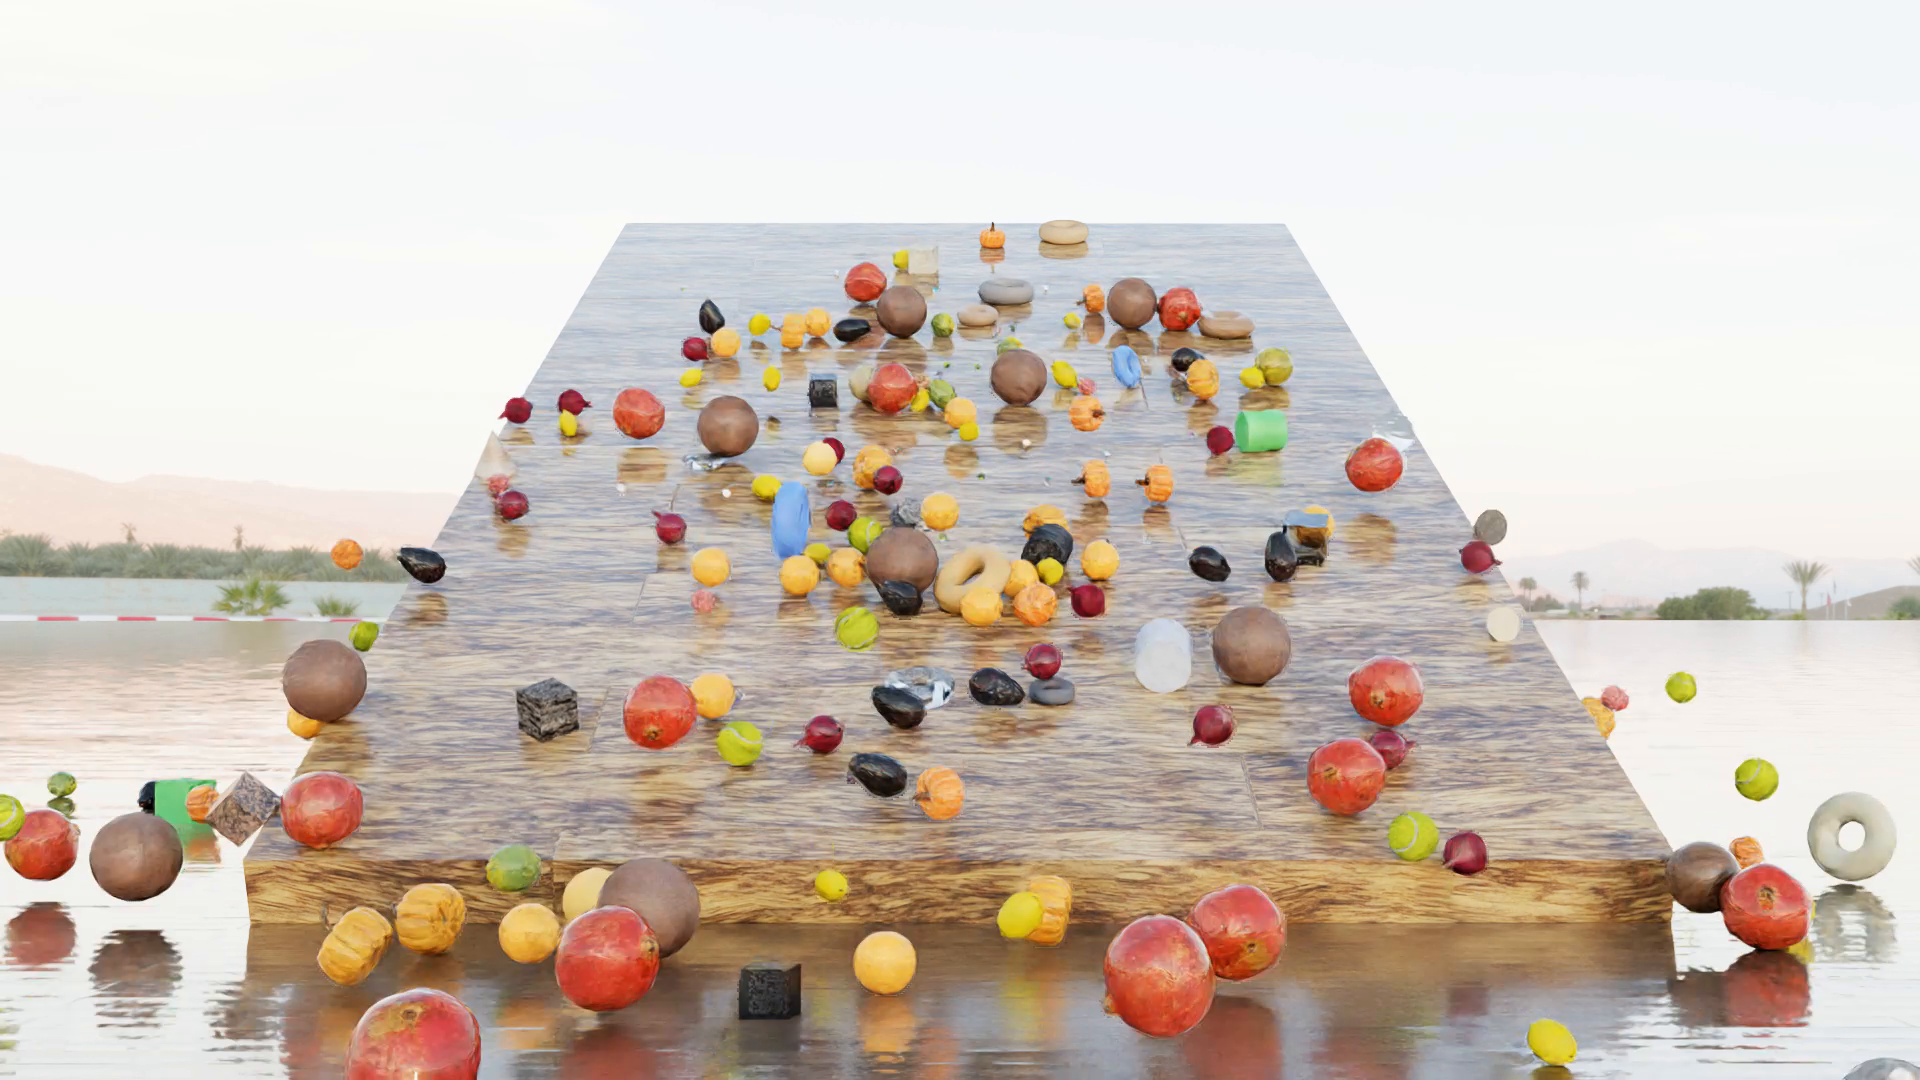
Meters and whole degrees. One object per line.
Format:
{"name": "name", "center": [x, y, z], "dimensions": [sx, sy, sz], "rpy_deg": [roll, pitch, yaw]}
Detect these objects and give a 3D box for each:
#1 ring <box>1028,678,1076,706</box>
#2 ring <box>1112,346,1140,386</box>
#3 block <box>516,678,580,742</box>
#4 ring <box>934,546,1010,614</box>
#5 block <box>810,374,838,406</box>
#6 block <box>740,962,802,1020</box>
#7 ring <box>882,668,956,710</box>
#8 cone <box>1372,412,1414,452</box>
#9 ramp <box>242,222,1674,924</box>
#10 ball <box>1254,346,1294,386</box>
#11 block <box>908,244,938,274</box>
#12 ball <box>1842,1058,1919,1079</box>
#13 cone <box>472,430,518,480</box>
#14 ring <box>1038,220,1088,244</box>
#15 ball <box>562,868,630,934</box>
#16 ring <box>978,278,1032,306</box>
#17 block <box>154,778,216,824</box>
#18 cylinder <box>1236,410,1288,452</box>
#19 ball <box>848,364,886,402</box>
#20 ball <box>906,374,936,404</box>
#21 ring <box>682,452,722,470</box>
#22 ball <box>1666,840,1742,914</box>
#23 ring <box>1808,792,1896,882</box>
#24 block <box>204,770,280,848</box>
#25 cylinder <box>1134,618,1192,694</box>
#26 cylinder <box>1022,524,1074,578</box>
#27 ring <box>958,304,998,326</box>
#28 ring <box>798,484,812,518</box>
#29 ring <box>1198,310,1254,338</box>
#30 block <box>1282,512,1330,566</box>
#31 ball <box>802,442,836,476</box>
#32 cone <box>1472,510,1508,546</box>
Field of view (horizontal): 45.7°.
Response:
{"name": "ring", "center": [0.148, 0.244, 3.668], "dimensions": [0.077, 0.026, 0.077], "rpy_deg": [1, 21, 0]}
{"name": "ring", "center": [0.387, -0.404, 5.289], "dimensions": [0.032, 0.097, 0.097], "rpy_deg": [-14, -9, 32]}
{"name": "block", "center": [-0.643, 0.265, 3.547], "dimensions": [0.068, 0.068, 0.068], "rpy_deg": [-18, 27, -39]}
{"name": "ring", "center": [0.021, 0.070, 4.027], "dimensions": [0.150, 0.150, 0.050], "rpy_deg": [-1, -45, 38]}
{"name": "block", "center": [-0.309, -0.340, 5.170], "dimensions": [0.060, 0.060, 0.060], "rpy_deg": [0, 21, 0]}
{"name": "block", "center": [-0.205, 0.489, 2.468], "dimensions": [0.053, 0.053, 0.053], "rpy_deg": [0, -2, 13]}
{"name": "ring", "center": [-0.067, 0.238, 3.664], "dimensions": [0.118, 0.039, 0.118], "rpy_deg": [0, 20, 0]}
{"name": "cone", "center": [0.925, -0.225, 4.898], "dimensions": [0.088, 0.088, 0.088], "rpy_deg": [0, -6, 2]}
{"name": "ramp", "center": [-0.005, -0.212, 5.057], "dimensions": [2.000, 0.100, 4.000], "rpy_deg": [0, 21, 0]}
{"name": "ball", "center": [0.730, -0.405, 5.304], "dimensions": [0.091, 0.091, 0.091], "rpy_deg": [0, -2, 0]}
{"name": "block", "center": [-0.101, -0.783, 6.335], "dimensions": [0.068, 0.068, 0.068], "rpy_deg": [6, 21, 14]}
{"name": "ball", "center": [0.736, 0.452, 1.801], "dimensions": [0.083, 0.083, 0.083], "rpy_deg": [0, -2, 0]}
{"name": "cone", "center": [-0.964, -0.186, 4.708], "dimensions": [0.094, 0.094, 0.094], "rpy_deg": [0, 21, 0]}
{"name": "ring", "center": [0.305, -0.906, 6.692], "dimensions": [0.149, 0.050, 0.149], "rpy_deg": [-1, 22, 0]}
{"name": "ball", "center": [-0.478, 0.475, 2.989], "dimensions": [0.087, 0.087, 0.087], "rpy_deg": [0, -2, 0]}
{"name": "ring", "center": [0.120, -0.659, 6.036], "dimensions": [0.146, 0.049, 0.146], "rpy_deg": [1, 20, 0]}
{"name": "block", "center": [-1.621, 0.546, 4.766], "dimensions": [0.087, 0.087, 0.087], "rpy_deg": [-1, -2, 16]}
{"name": "cylinder", "center": [0.641, -0.233, 4.848], "dimensions": [0.086, 0.086, 0.086], "rpy_deg": [-5, -1, -12]}
{"name": "ball", "center": [-0.211, -0.356, 5.178], "dimensions": [0.084, 0.084, 0.084], "rpy_deg": [0, -2, 0]}
{"name": "ball", "center": [-0.089, -0.344, 5.169], "dimensions": [0.067, 0.067, 0.067], "rpy_deg": [0, -2, 0]}
{"name": "ring", "center": [-0.536, -0.164, 4.736], "dimensions": [0.083, 0.028, 0.083], "rpy_deg": [3, 10, 0]}
{"name": "ball", "center": [0.992, 0.450, 3.038], "dimensions": [0.097, 0.097, 0.097], "rpy_deg": [0, -2, 0]}
{"name": "ring", "center": [1.448, 0.481, 3.695], "dimensions": [0.049, 0.146, 0.146], "rpy_deg": [18, -14, -41]}
{"name": "block", "center": [-1.039, 0.389, 3.294], "dimensions": [0.065, 0.065, 0.065], "rpy_deg": [-41, 17, 23]}
{"name": "cylinder", "center": [0.332, 0.189, 3.720], "dimensions": [0.093, 0.093, 0.093], "rpy_deg": [0, 20, 6]}
{"name": "cylinder", "center": [0.161, 0.020, 4.186], "dimensions": [0.080, 0.080, 0.080], "rpy_deg": [-1, 20, 16]}
{"name": "ring", "center": [0.045, -0.575, 5.829], "dimensions": [0.106, 0.035, 0.106], "rpy_deg": [-2, 24, 1]}
{"name": "ring", "center": [-0.301, -0.061, 4.348], "dimensions": [0.031, 0.093, 0.093], "rpy_deg": [-7, -2, -2]}
{"name": "ring", "center": [0.670, -0.544, 5.732], "dimensions": [0.144, 0.048, 0.144], "rpy_deg": [-1, 20, 0]}
{"name": "block", "center": [0.646, -0.002, 4.252], "dimensions": [0.077, 0.077, 0.077], "rpy_deg": [5, 21, 13]}
{"name": "ball", "center": [-0.284, -0.163, 4.585], "dimensions": [0.070, 0.070, 0.070], "rpy_deg": [0, -2, 0]}
{"name": "cone", "center": [1.007, -0.025, 4.387], "dimensions": [0.069, 0.069, 0.069], "rpy_deg": [1, 1, -18]}
